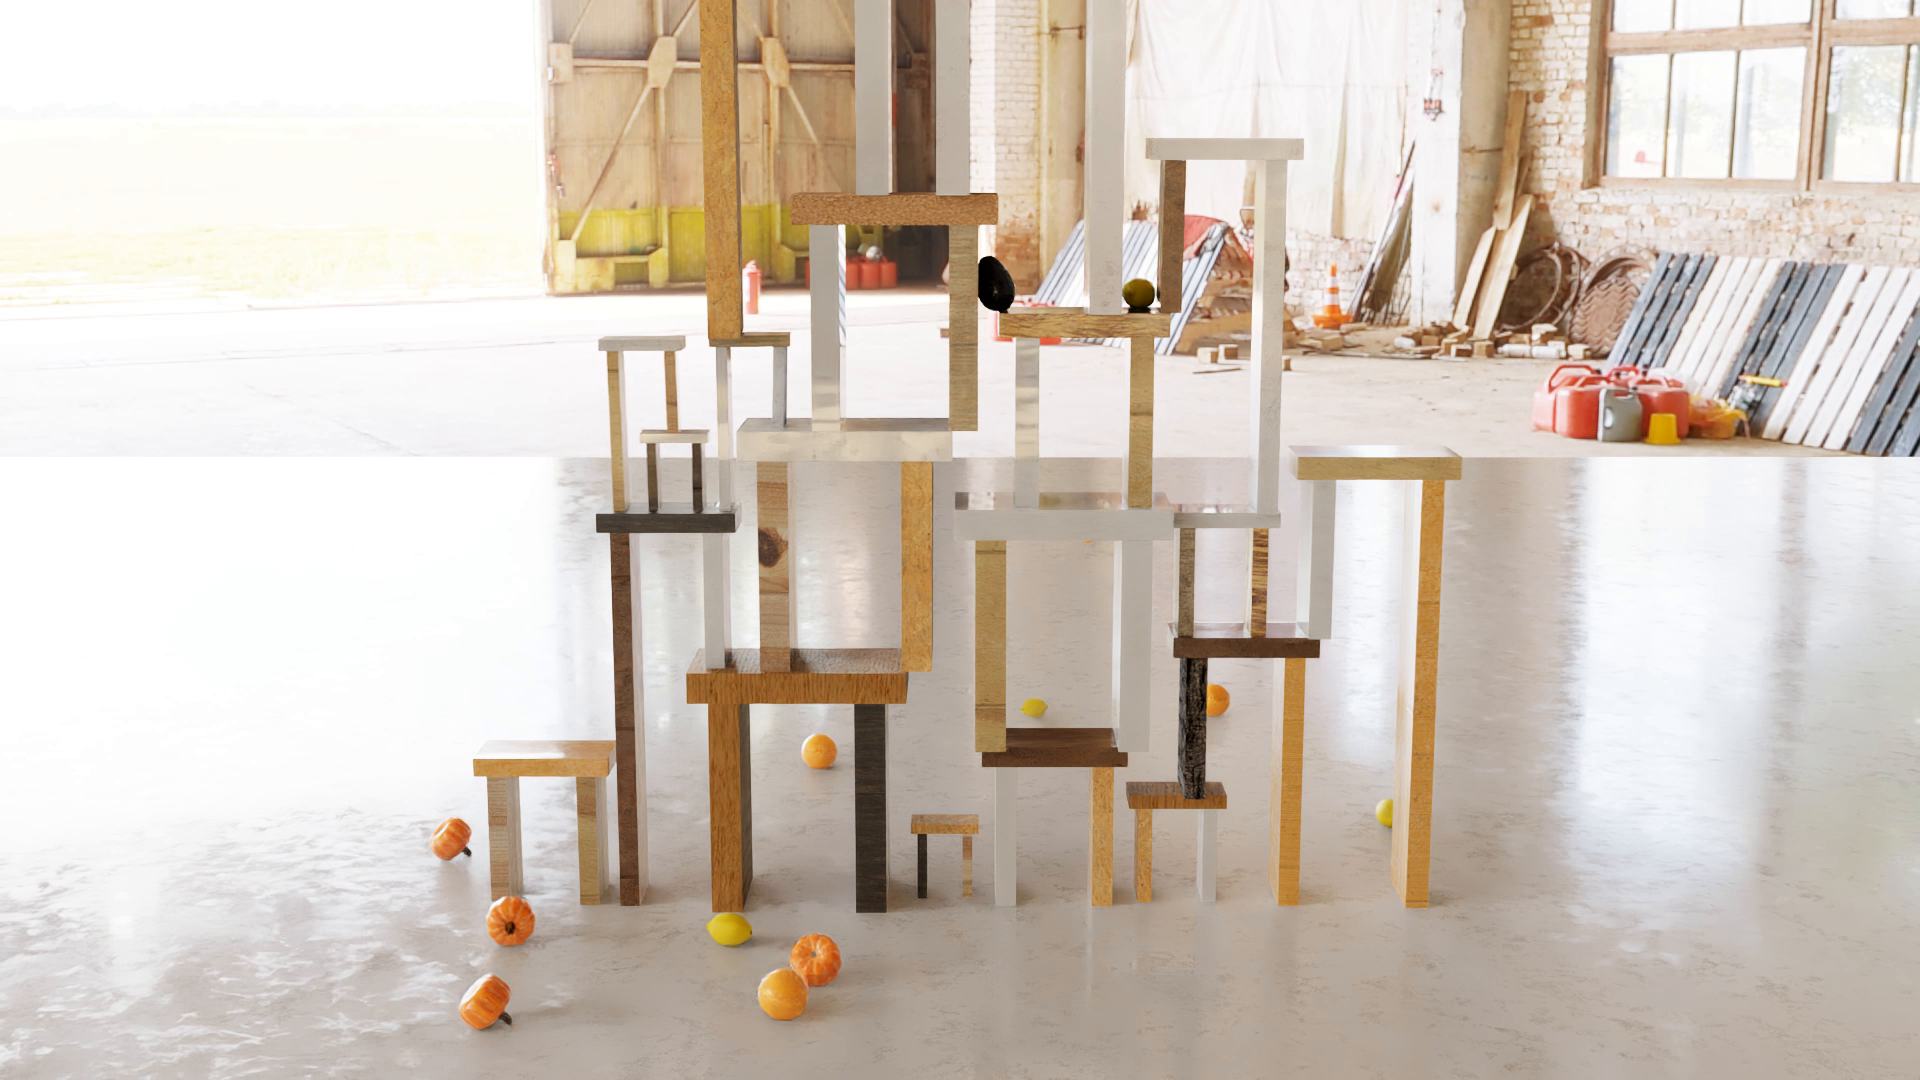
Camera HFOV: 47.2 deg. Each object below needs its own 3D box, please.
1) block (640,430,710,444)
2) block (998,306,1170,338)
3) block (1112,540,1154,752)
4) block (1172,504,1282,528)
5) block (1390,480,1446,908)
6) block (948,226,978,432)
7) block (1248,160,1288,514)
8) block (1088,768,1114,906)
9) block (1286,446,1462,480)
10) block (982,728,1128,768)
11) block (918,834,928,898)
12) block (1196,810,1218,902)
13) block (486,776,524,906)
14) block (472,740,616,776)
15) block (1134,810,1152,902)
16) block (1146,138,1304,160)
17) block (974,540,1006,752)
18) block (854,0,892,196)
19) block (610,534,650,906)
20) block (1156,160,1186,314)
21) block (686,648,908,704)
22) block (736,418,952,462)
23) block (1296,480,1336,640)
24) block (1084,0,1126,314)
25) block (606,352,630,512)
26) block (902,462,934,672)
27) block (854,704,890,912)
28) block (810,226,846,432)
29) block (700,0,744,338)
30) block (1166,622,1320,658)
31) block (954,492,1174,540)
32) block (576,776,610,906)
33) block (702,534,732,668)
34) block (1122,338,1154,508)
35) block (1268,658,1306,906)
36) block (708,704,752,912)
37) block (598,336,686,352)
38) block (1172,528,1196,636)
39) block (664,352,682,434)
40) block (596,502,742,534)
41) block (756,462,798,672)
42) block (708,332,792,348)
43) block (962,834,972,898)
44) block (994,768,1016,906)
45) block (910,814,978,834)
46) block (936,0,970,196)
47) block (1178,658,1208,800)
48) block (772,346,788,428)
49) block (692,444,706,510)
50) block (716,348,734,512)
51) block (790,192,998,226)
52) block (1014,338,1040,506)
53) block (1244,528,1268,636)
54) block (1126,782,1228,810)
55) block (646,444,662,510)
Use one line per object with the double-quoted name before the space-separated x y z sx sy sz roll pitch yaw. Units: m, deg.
"block" -0.456 -0.166 3.523 0.109 0.015 0.054 0 11 -2
"block" 0.195 -0.347 3.500 0.268 0.038 0.134 0 11 0
"block" 0.280 0.155 3.585 0.049 0.346 0.173 0 11 0
"block" 0.425 -0.039 3.556 0.176 0.025 0.088 0 11 0
"block" 0.748 0.242 3.600 0.037 0.709 0.129 0 11 0
"block" 0.005 -0.342 3.495 0.045 0.320 0.160 0 11 0
"block" 0.489 -0.324 3.501 0.033 0.555 0.118 0 11 0
"block" 0.233 0.474 3.647 0.034 0.237 0.118 0 11 0
"block" 0.662 -0.125 3.531 0.258 0.037 0.129 0 11 0
"block" 0.154 0.341 3.621 0.237 0.034 0.118 0 11 0
"block" -0.062 0.534 3.664 0.016 0.112 0.056 0 11 0
"block" 0.410 0.512 3.655 0.023 0.159 0.080 0 11 0
"block" -0.755 0.483 3.648 0.031 0.219 0.109 0 11 0
"block" -0.682 0.360 3.626 0.219 0.031 0.109 0 11 0
"block" 0.304 0.512 3.655 0.023 0.159 0.080 0 11 0
"block" 0.413 -0.614 3.449 0.236 0.033 0.118 0 11 0
"block" 0.049 0.155 3.585 0.049 0.346 0.173 0 11 0
"block" -0.134 -0.719 3.430 0.050 0.353 0.176 0 11 0
"block" -0.542 0.285 3.608 0.031 0.622 0.111 0 11 0
"block" 0.333 -0.481 3.475 0.033 0.236 0.118 1 11 1
"block" -0.261 0.221 3.596 0.351 0.050 0.176 0 11 0
"block" -0.181 -0.162 3.534 0.339 0.048 0.170 0 11 0
"block" 0.576 0.020 3.559 0.037 0.258 0.129 0 11 0
"block" 0.226 -0.632 3.443 0.051 0.543 0.180 0 11 0
"block" -0.547 -0.178 3.525 0.019 0.256 0.066 -1 11 -1
"block" -0.069 0.028 3.569 0.048 0.339 0.170 0 11 0
"block" -0.144 0.418 3.632 0.050 0.351 0.176 0 11 0
"block" -0.209 -0.342 3.495 0.045 0.320 0.160 0 11 0
"block" -0.373 -0.610 3.449 0.050 0.573 0.176 -1 11 -3
"block" 0.461 0.163 3.591 0.236 0.033 0.118 0 11 0
"block" 0.165 -0.039 3.549 0.346 0.049 0.173 0 11 0
"block" -0.609 0.483 3.648 0.031 0.219 0.109 0 11 0
"block" -0.394 0.088 3.572 0.031 0.221 0.111 0 11 0
"block" 0.286 -0.196 3.527 0.038 0.268 0.134 0 11 0
"block" 0.539 0.384 3.632 0.033 0.418 0.118 0 11 0
"block" -0.378 0.418 3.632 0.050 0.351 0.176 0 11 0
"block" -0.505 -0.313 3.498 0.131 0.019 0.066 0 11 0
"block" 0.364 0.060 3.574 0.025 0.176 0.088 0 11 0
"block" -0.459 -0.239 3.511 0.019 0.131 0.066 -2 11 -4
"block" -0.468 -0.036 3.549 0.221 0.031 0.111 0 11 0
"block" -0.296 0.028 3.570 0.048 0.339 0.170 0 11 0
"block" -0.333 -0.319 3.496 0.128 0.018 0.064 -1 11 -2
"block" 0.012 0.534 3.664 0.016 0.112 0.056 0 11 0
"block" 0.075 0.474 3.647 0.034 0.237 0.118 0 11 0
"block" -0.025 0.472 3.652 0.112 0.016 0.056 0 11 0
"block" -0.010 -0.721 3.424 0.051 0.360 0.180 0 11 0
"block" 0.382 0.295 3.615 0.033 0.236 0.118 0 11 0
"block" -0.287 -0.247 3.509 0.018 0.128 0.064 1 11 0
"block" -0.420 -0.106 3.537 0.015 0.109 0.054 0 11 0
"block" -0.376 -0.181 3.522 0.018 0.262 0.064 0 11 0
"block" -0.101 -0.522 3.462 0.320 0.045 0.160 0 11 0
"block" 0.106 -0.196 3.528 0.038 0.268 0.134 0 11 0
"block" 0.481 0.060 3.574 0.025 0.175 0.088 0 11 0
"block" 0.357 0.422 3.638 0.159 0.023 0.080 0 11 0
"block" -0.492 -0.106 3.536 0.015 0.109 0.054 -1 11 -1
